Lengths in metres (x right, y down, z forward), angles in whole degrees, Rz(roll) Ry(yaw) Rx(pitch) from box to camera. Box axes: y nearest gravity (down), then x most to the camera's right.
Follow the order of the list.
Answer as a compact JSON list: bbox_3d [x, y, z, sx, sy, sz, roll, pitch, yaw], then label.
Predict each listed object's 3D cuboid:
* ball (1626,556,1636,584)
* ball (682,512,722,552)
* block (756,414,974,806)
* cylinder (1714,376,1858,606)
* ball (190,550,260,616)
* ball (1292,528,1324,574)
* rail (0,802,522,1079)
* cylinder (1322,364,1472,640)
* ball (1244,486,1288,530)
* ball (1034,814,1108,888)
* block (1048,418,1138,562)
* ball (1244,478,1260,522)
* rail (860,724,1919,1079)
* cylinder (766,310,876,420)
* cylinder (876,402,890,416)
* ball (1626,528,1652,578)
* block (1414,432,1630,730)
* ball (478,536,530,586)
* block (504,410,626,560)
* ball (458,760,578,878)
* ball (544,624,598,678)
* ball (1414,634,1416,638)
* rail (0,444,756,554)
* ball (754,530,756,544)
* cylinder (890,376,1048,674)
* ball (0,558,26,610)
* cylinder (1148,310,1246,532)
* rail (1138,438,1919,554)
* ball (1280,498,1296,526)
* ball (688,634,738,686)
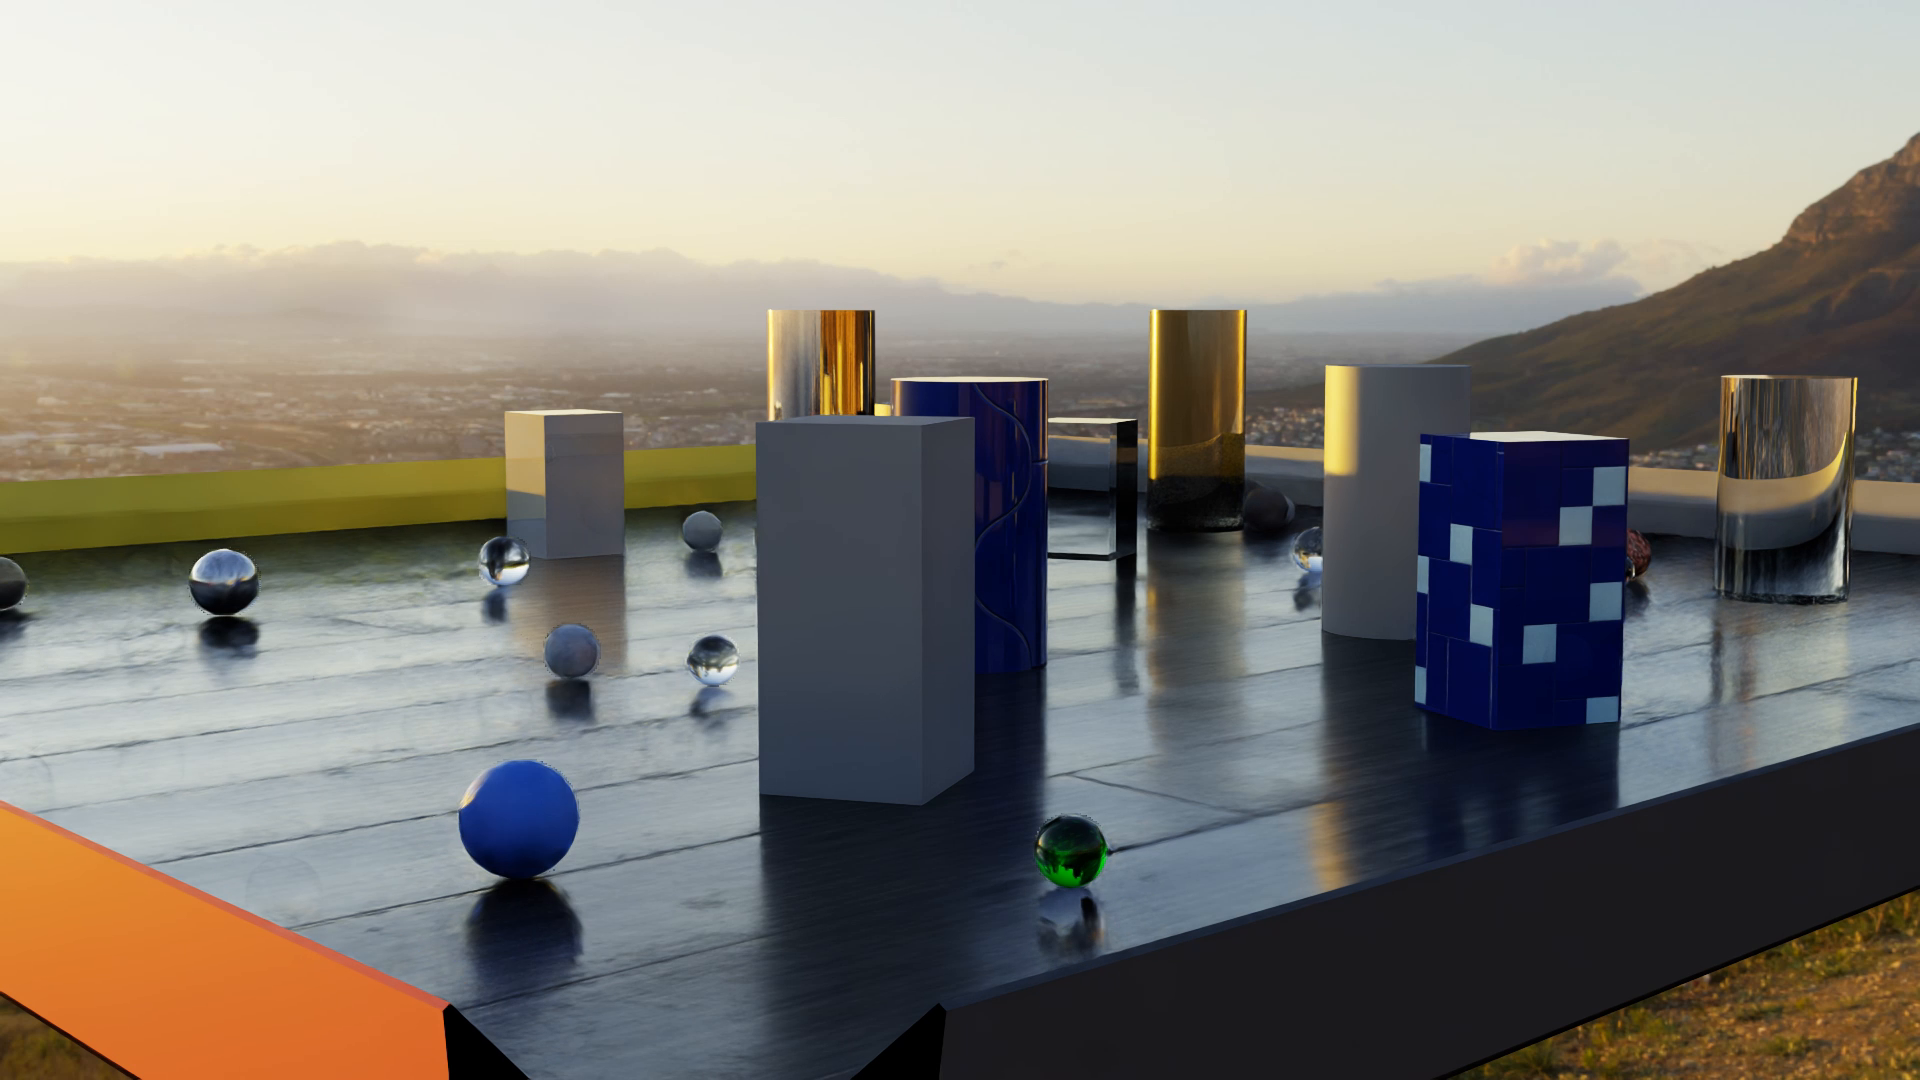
[{"bbox_3d":[1.073,0.049,3.579,0.050,0.050,0.050,0,6,0],"label":"ball"},{"bbox_3d":[-0.478,-0.016,4.078,0.075,0.075,0.075,0,6,0],"label":"ball"},{"bbox_3d":[-0.086,0.059,2.068,0.159,0.343,0.159,2,6,18],"label":"block"},{"bbox_3d":[1.282,-0.082,3.420,0.199,0.343,0.199,0,6,0],"label":"cylinder"},{"bbox_3d":[-1.079,0.062,3.226,0.097,0.097,0.097,0,6,0],"label":"ball"},{"bbox_3d":[0.606,0.018,3.746,0.078,0.078,0.078,0,6,0],"label":"ball"},{"bbox_3d":[-1.275,0.156,2.162,0.045,0.129,3.428,-5,8,-42],"label":"rail"},{"bbox_3d":[0.608,-0.058,3.068,0.199,0.369,0.199,0,6,0],"label":"cylinder"},{"bbox_3d":[0.622,-0.065,4.471,0.090,0.090,0.090,0,6,0],"label":"ball"},{"bbox_3d":[0.086,0.241,1.703,0.056,0.056,0.056,0,6,0],"label":"ball"},{"bbox_3d":[0.223,-0.095,4.014,0.159,0.246,0.159,2,6,23],"label":"block"},{"bbox_3d":[0.592,-0.084,4.628,0.096,0.096,0.096,0,6,0],"label":"ball"},{"bbox_3d":[1.146,0.162,2.096,3.517,0.129,0.045,-5,8,-42],"label":"rail"},{"bbox_3d":[-0.253,-0.197,4.025,0.199,0.446,0.199,0,6,0],"label":"cylinder"},{"bbox_3d":[-0.025,-0.046,3.234,0.199,0.310,0.199,0,6,0],"label":"cylinder"},{"bbox_3d":[1.103,0.023,3.650,0.086,0.086,0.086,0,6,0],"label":"ball"},{"bbox_3d":[0.617,0.039,2.425,0.159,0.308,0.159,-2,6,-21],"label":"block"},{"bbox_3d":[-0.740,0.034,3.567,0.082,0.082,0.082,0,6,0],"label":"ball"},{"bbox_3d":[-0.728,-0.106,4.053,0.159,0.260,0.159,-5,7,-37],"label":"block"},{"bbox_3d":[-0.347,0.220,1.731,0.093,0.093,0.093,0,6,0],"label":"ball"},{"bbox_3d":[-0.473,0.135,2.675,0.065,0.065,0.065,0,6,0],"label":"ball"},{"bbox_3d":[0.615,0.123,2.838,0.056,0.056,0.056,0,6,0],"label":"ball"},{"bbox_3d":[-1.146,-0.095,4.567,3.517,0.129,0.045,-5,8,-42],"label":"rail"},{"bbox_3d":[-0.312,-0.006,3.864,0.099,0.099,0.099,0,6,0],"label":"ball"},{"bbox_3d":[0.012,-0.024,2.787,0.199,0.359,0.199,0,6,0],"label":"cylinder"},{"bbox_3d":[-1.435,0.065,3.278,0.080,0.080,0.080,0,6,0],"label":"ball"},{"bbox_3d":[0.485,-0.247,4.504,0.199,0.447,0.199,0,6,0],"label":"cylinder"},{"bbox_3d":[1.275,-0.088,4.502,0.045,0.129,3.428,-5,8,-42],"label":"rail"},{"bbox_3d":[0.665,-0.060,4.565,0.062,0.062,0.062,0,6,0],"label":"ball"},{"bbox_3d":[-0.294,0.143,2.620,0.061,0.061,0.061,0,6,0],"label":"ball"}]
